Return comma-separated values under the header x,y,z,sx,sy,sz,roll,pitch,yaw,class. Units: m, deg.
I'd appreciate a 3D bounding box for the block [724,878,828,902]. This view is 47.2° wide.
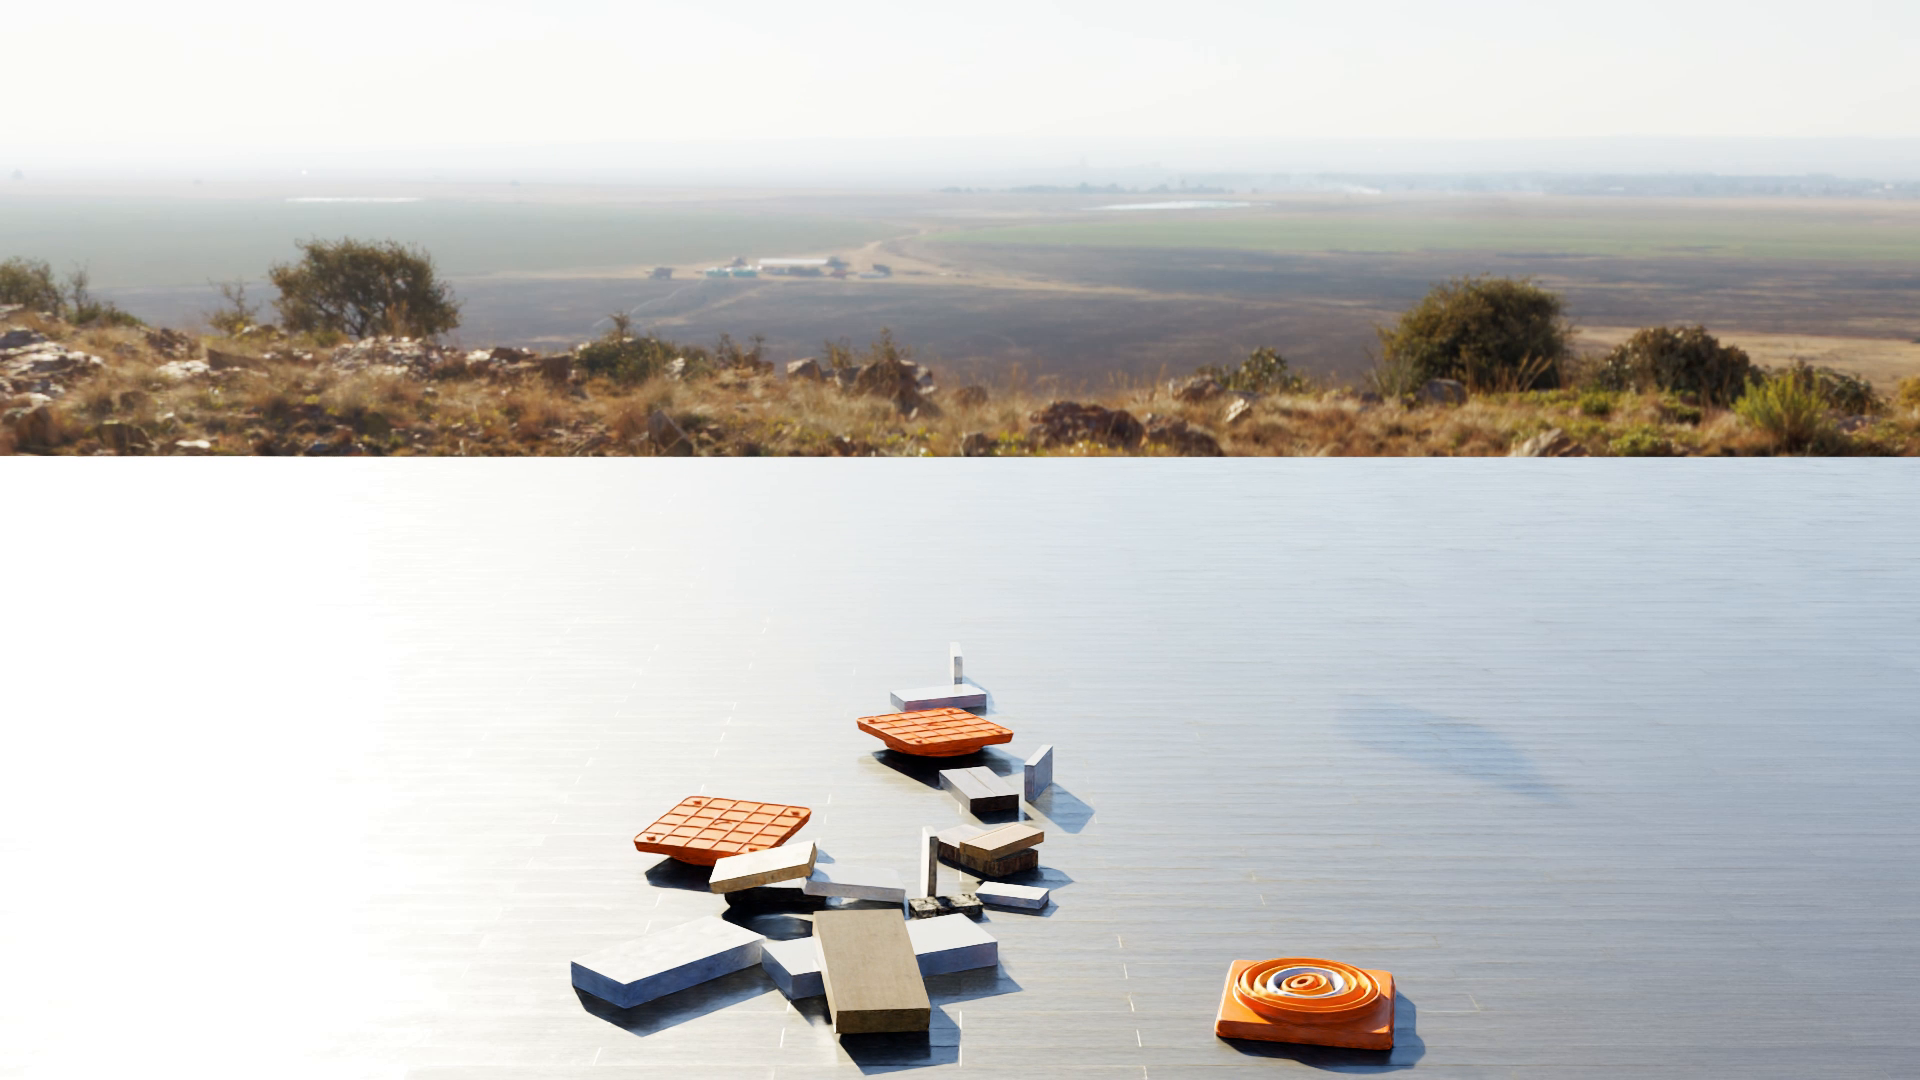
x,y,z,sx,sy,sz,roll,pitch,yaw,class
-0.303,0.577,3.674,0.168,0.024,0.084,1,11,4,block

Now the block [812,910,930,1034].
x,y,z,sx,sy,sz,roll,pitch,yaw,class
-0.132,0.627,3.212,0.134,0.038,0.267,1,21,-11,block

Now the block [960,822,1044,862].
x,y,z,sx,sy,sz,roll,pitch,yaw,class
0.073,0.524,3.820,0.071,0.020,0.142,9,14,41,block

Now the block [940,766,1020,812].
x,y,z,sx,sy,sz,roll,pitch,yaw,class
0.035,0.476,4.206,0.096,0.027,0.193,-3,11,-18,block

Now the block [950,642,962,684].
x,y,z,sx,sy,sz,roll,pitch,yaw,class
-0.009,0.287,5.104,0.020,0.071,0.142,-1,11,-4,block

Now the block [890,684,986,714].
x,y,z,sx,sy,sz,roll,pitch,yaw,class
-0.048,0.351,4.880,0.193,0.027,0.096,-4,11,-21,block

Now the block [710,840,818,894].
x,y,z,sx,sy,sz,roll,pitch,yaw,class
-0.324,0.542,3.637,0.168,0.024,0.084,-12,17,8,block

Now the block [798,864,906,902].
x,y,z,sx,sy,sz,roll,pitch,yaw,class
-0.181,0.566,3.641,0.168,0.024,0.084,8,12,-15,block

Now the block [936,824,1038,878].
x,y,z,sx,sy,sz,roll,pitch,yaw,class
0.037,0.543,3.849,0.096,0.027,0.193,-9,14,-39,block

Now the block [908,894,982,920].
x,y,z,sx,sy,sz,roll,pitch,yaw,class
-0.024,0.597,3.586,0.111,0.016,0.055,-3,11,-15,block

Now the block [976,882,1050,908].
x,y,z,sx,sy,sz,roll,pitch,yaw,class
0.086,0.588,3.639,0.111,0.016,0.055,4,11,19,block

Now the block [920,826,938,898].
x,y,z,sx,sy,sz,roll,pitch,yaw,class
-0.051,0.536,3.653,0.016,0.111,0.055,0,10,-12,block

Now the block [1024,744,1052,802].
x,y,z,sx,sy,sz,roll,pitch,yaw,class
0.152,0.448,4.238,0.020,0.071,0.142,3,11,16,block

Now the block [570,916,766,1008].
x,y,z,sx,sy,sz,roll,pitch,yaw,class
-0.438,0.635,3.323,0.134,0.038,0.267,10,15,44,block

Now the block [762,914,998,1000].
x,y,z,sx,sy,sz,roll,pitch,yaw,class
-0.122,0.631,3.345,0.333,0.038,0.134,-5,12,-24,block
